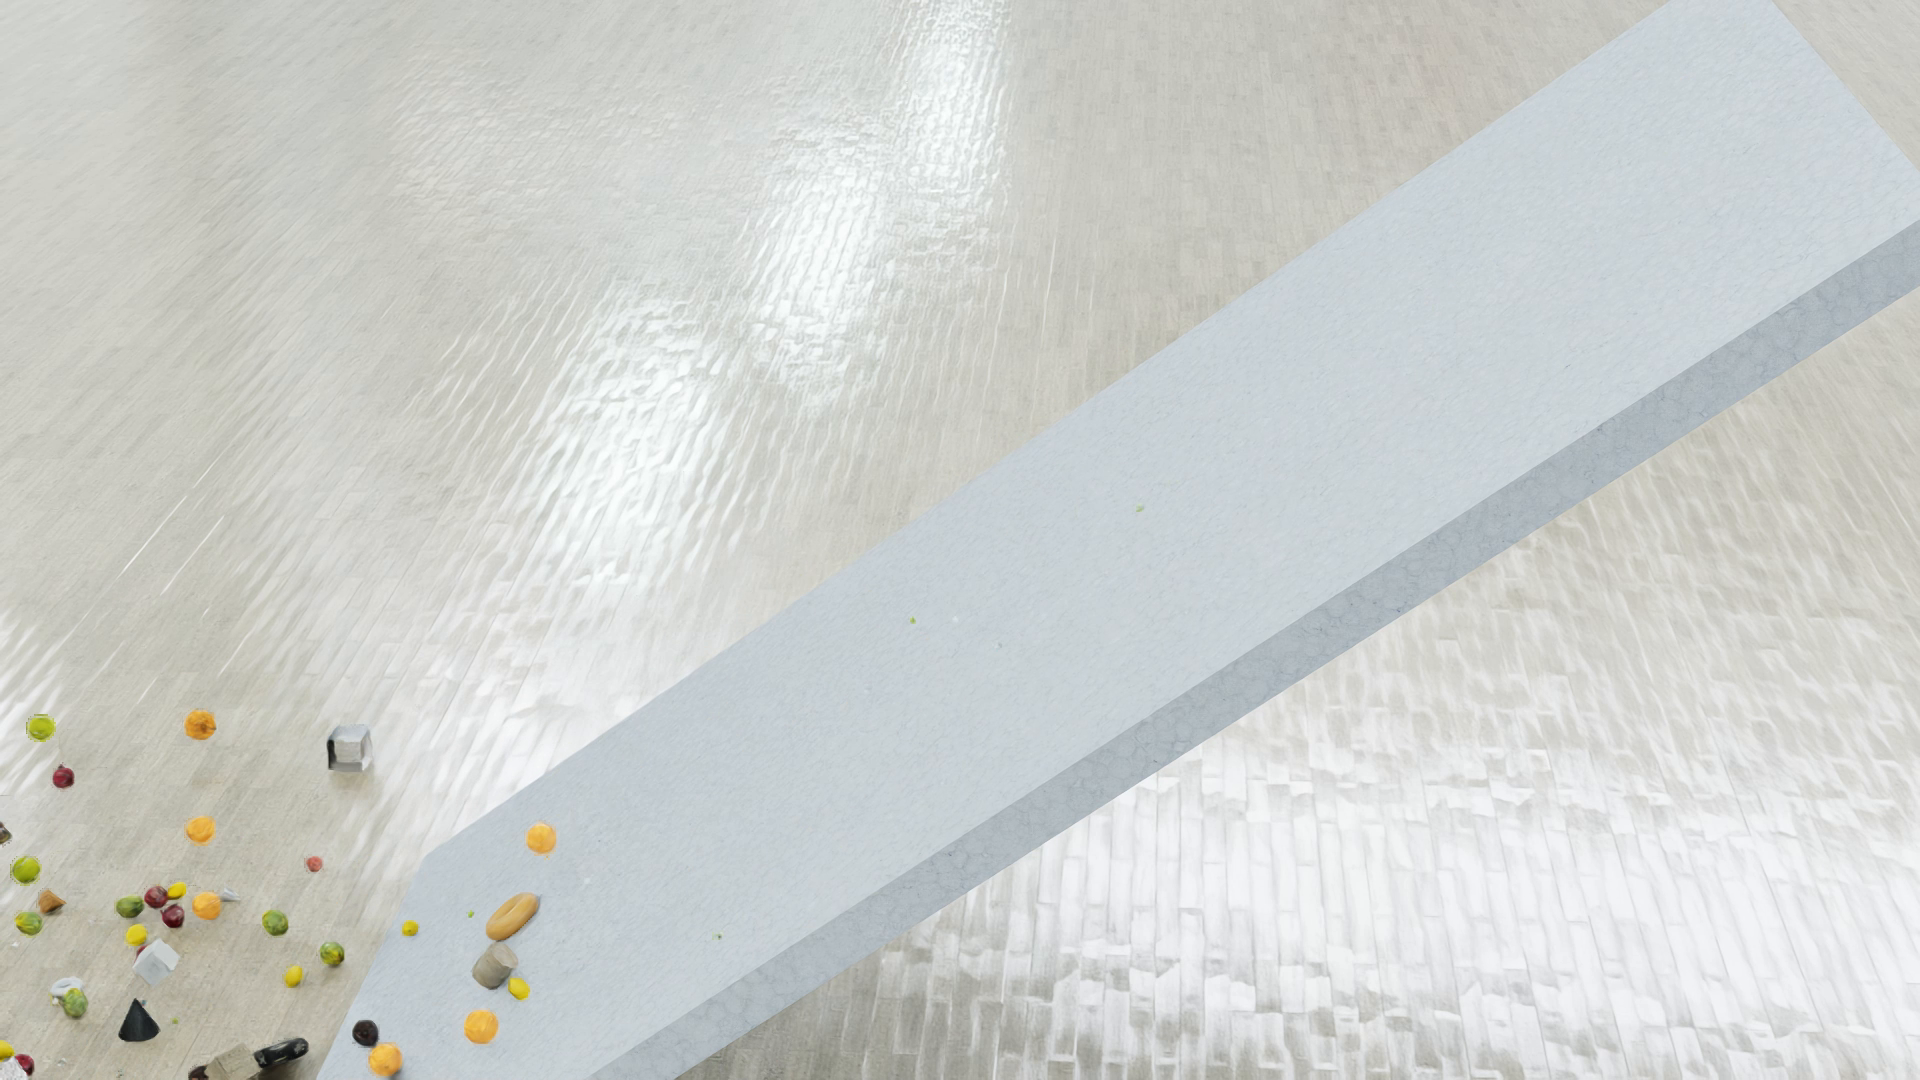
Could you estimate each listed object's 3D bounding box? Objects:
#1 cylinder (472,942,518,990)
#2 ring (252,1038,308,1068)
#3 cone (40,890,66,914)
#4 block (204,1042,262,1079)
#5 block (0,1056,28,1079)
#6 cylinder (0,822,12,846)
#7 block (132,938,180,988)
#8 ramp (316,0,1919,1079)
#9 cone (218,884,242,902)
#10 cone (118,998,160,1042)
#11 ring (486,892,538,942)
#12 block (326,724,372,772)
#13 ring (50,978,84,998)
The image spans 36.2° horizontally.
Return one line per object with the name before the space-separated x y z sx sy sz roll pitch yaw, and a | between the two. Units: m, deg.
cylinder | -1.020 0.934 6.451 0.074 0.074 0.074 35 21 -15
ring | -1.613 1.217 6.971 0.139 0.046 0.139 -16 -6 -2
cone | -2.365 0.948 7.698 0.062 0.062 0.062 22 5 41
block | -1.697 1.239 6.865 0.081 0.081 0.081 -24 73 -47
block | -2.226 1.251 6.860 0.065 0.065 0.065 -35 7 -37
cylinder | -2.550 0.773 7.712 0.090 0.090 0.090 -41 38 -17
block | -1.981 1.041 7.248 0.071 0.071 0.071 -39 17 14
ramp | 0.129 0.179 6.322 4.000 0.100 2.000 -34 16 17
cone | -1.913 0.937 7.733 0.054 0.054 0.054 25 21 -10
cone | -1.994 1.149 7.127 0.098 0.098 0.098 0 23 0
ring | -1.028 0.864 6.750 0.142 0.047 0.142 -36 14 11
block | -1.753 0.599 8.449 0.098 0.098 0.098 3 23 7
ring | -2.217 1.112 7.305 0.081 0.027 0.081 -7 19 2
